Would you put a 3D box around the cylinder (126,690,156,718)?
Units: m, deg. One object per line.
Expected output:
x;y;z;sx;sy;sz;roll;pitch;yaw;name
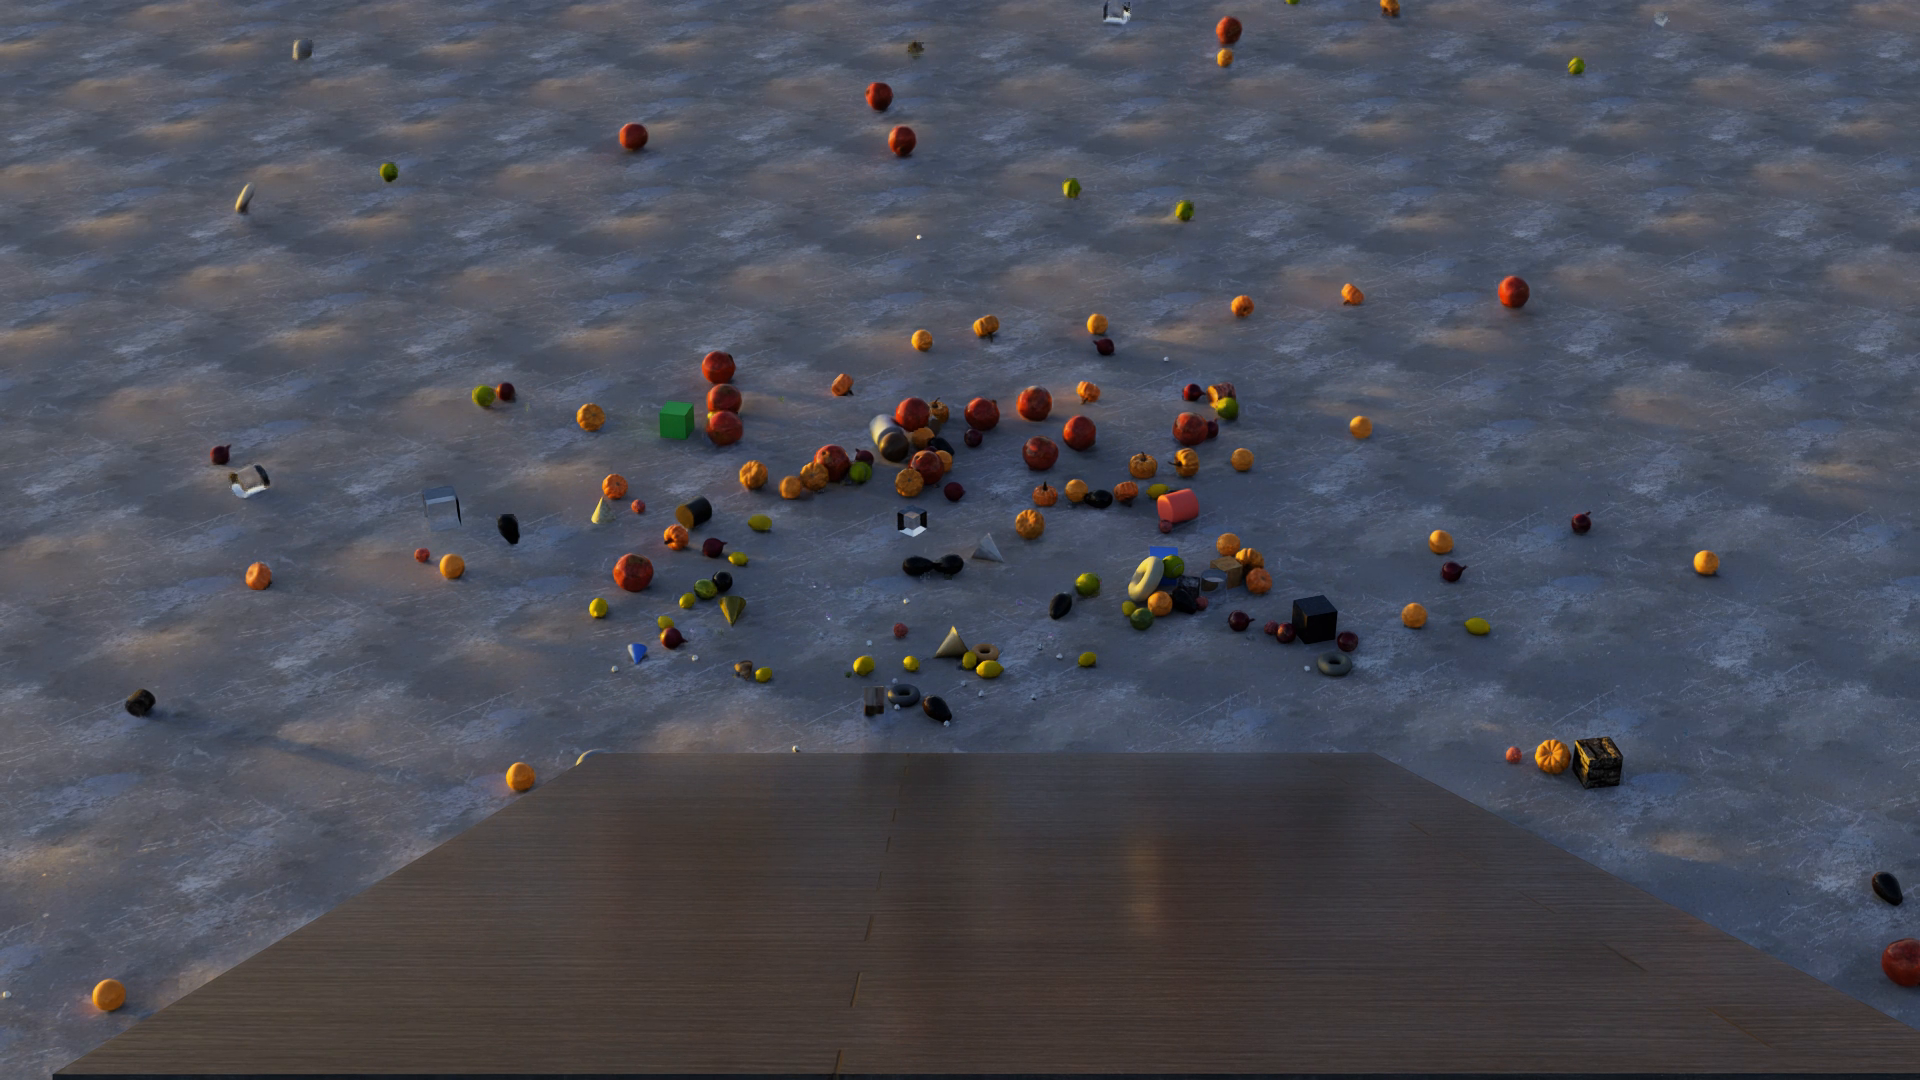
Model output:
-2.205;0.439;6.963;0.054;0.054;0.054;10;31;17;cylinder

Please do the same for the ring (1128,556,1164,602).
0.536;0.113;7.457;0.049;0.146;0.146;30;27;-13;ring

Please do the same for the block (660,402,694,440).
-0.915;-0.387;8.364;0.087;0.087;0.087;7;31;11;block

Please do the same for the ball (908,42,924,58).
-0.196;-2.175;11.486;0.066;0.066;0.066;0;30;0;ball

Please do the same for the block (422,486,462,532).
-1.573;-0.096;7.851;0.095;0.095;0.095;-11;32;-18;block

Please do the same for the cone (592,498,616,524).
-1.086;-0.100;7.876;0.076;0.076;0.076;0;30;0;cone

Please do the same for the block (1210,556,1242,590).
0.775;0.097;7.544;0.068;0.068;0.068;-15;33;-24;block

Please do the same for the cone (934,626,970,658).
-0.035;0.304;7.208;0.096;0.096;0.096;-31;34;0;cone

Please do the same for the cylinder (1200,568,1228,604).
0.733;0.135;7.470;0.076;0.076;0.076;0;30;0;cylinder

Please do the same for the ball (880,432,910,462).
-0.206;-0.294;8.194;0.096;0.096;0.096;0;30;0;ball

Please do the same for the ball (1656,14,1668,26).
3.219;-2.389;11.869;0.055;0.055;0.055;0;30;0;ball

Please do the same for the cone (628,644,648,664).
-0.898;0.325;7.192;0.054;0.054;0.054;0;57;0;cone

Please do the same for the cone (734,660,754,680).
-0.589;0.368;7.118;0.052;0.052;0.052;-9;58;-15;cone

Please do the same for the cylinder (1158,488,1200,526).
0.662;-0.100;7.861;0.093;0.093;0.093;-14;33;-23;cylinder

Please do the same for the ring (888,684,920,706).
-0.152;0.421;7.020;0.089;0.030;0.089;0;31;0;ring

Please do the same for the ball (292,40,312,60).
-2.913;-2.173;11.464;0.085;0.085;0.085;0;30;0;ball

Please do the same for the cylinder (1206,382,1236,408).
0.863;-0.480;8.541;0.070;0.070;0.070;-14;33;-27;cylinder

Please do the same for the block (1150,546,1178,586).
0.594;0.076;7.565;0.082;0.082;0.082;2;30;3;block

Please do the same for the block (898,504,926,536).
-0.145;-0.059;7.818;0.063;0.063;0.063;22;37;33;block

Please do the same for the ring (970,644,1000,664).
0.069;0.315;7.206;0.081;0.027;0.081;1;31;0;ring

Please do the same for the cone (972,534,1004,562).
0.096;0.041;7.668;0.090;0.090;0.090;35;37;6;cone

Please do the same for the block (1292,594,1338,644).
0.999;0.225;7.297;0.093;0.093;0.093;-9;31;-15;block

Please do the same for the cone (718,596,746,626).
-0.649;0.214;7.372;0.080;0.080;0.080;-1;57;-2;cone

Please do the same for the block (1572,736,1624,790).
1.648;0.576;6.688;0.092;0.092;0.092;-5;30;-9;block

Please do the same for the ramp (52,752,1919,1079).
0.067;0.598;4.656;2.000;0.100;4.000;0;0;0;ramp

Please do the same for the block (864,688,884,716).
-0.231;0.433;6.947;0.053;0.053;0.053;-3;58;-4;block

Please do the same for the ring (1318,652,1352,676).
1.036;0.343;7.154;0.097;0.032;0.097;0;31;0;ring

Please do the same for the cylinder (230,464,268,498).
-2.201;-0.182;8.011;0.085;0.085;0.085;25;38;36;cylinder

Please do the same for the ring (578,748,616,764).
-0.940;0.583;6.730;0.115;0.038;0.115;-1;29;0;ring

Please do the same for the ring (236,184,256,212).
-2.751;-1.318;9.963;0.039;0.118;0.118;30;23;-21;ring

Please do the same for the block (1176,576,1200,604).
0.660;0.144;7.472;0.058;0.058;0.058;6;31;11;block
